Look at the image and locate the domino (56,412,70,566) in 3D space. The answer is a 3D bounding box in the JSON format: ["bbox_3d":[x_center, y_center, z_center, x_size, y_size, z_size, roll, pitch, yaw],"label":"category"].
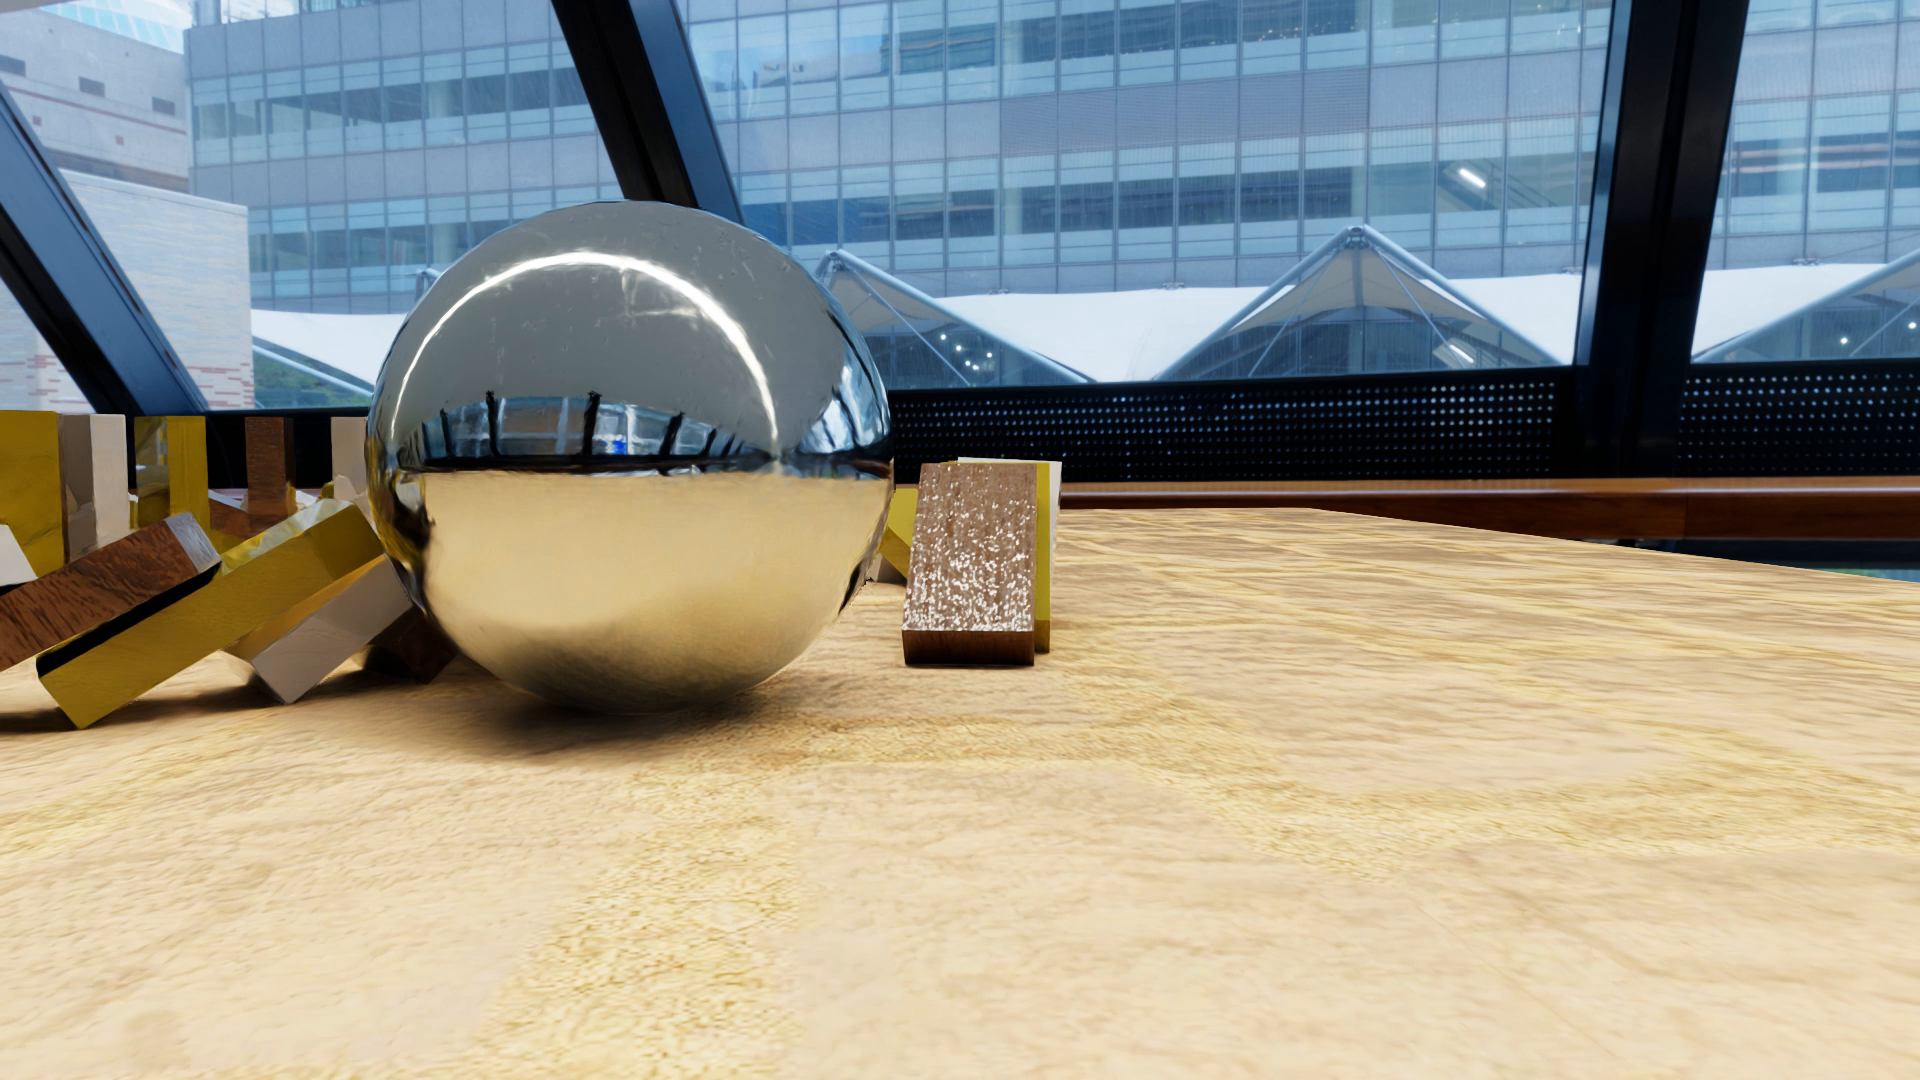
[{"bbox_3d":[-0.232,-0.006,0.310,0.025,0.050,0.010,-2,5,-21],"label":"domino"}]

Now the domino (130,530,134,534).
[{"bbox_3d":[-0.297,-0.005,0.432,0.050,0.010,0.025,27,-13,-35],"label":"domino"}]

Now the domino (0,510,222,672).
[{"bbox_3d":[-0.141,0.012,0.195,0.050,0.009,0.025,-31,15,-18],"label":"domino"}]

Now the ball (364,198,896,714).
[{"bbox_3d":[-0.050,-0.013,0.203,0.080,0.080,0.080,0,4,0],"label":"ball"}]

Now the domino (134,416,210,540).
[{"bbox_3d":[-0.219,-0.009,0.356,0.025,0.050,0.009,4,6,40],"label":"domino"}]

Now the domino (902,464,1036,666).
[{"bbox_3d":[0.003,0.004,0.263,0.025,0.009,0.050,0,42,4],"label":"domino"}]

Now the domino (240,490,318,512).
[{"bbox_3d":[-0.233,-0.007,0.471,0.050,0.009,0.025,23,-1,-12],"label":"domino"}]

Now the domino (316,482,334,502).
[{"bbox_3d":[-0.209,-0.008,0.478,0.050,0.009,0.025,23,1,-9],"label":"domino"}]

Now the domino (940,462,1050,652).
[{"bbox_3d":[0.007,0.003,0.278,0.025,0.010,0.050,0,42,4],"label":"domino"}]

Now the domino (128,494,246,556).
[{"bbox_3d":[-0.278,-0.006,0.449,0.050,0.010,0.025,25,-7,-26],"label":"domino"}]

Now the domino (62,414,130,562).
[{"bbox_3d":[-0.230,-0.008,0.334,0.025,0.050,0.009,1,5,18],"label":"domino"}]

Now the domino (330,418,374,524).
[{"bbox_3d":[-0.174,-0.011,0.376,0.010,0.050,0.025,0,4,-6],"label":"domino"}]

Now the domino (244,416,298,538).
[{"bbox_3d":[-0.198,-0.010,0.370,0.009,0.050,0.025,-2,5,-22],"label":"domino"}]

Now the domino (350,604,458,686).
[{"bbox_3d":[-0.093,0.004,0.245,0.025,0.010,0.050,4,46,40],"label":"domino"}]

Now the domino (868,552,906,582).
[{"bbox_3d":[-0.028,-0.003,0.417,0.025,0.009,0.050,-3,29,-36],"label":"domino"}]

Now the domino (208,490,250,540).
[{"bbox_3d":[-0.256,-0.007,0.461,0.050,0.009,0.025,24,-4,-19],"label":"domino"}]

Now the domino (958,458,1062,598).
[{"bbox_3d":[0.009,0.001,0.294,0.025,0.009,0.050,3,43,7],"label":"domino"}]

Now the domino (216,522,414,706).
[{"bbox_3d":[-0.105,0.007,0.228,0.025,0.009,0.050,5,42,47],"label":"domino"}]

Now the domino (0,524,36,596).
[{"bbox_3d":[-0.164,0.014,0.182,0.050,0.010,0.025,-26,5,-1],"label":"domino"}]

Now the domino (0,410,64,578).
[{"bbox_3d":[-0.218,-0.004,0.289,0.025,0.050,0.010,-3,5,-38],"label":"domino"}]

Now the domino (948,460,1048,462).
[{"bbox_3d":[0.009,0.000,0.309,0.025,0.010,0.050,0,42,4],"label":"domino"}]

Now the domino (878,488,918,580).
[{"bbox_3d":[-0.013,-0.001,0.396,0.025,0.010,0.050,-3,28,-33],"label":"domino"}]

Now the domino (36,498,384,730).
[{"bbox_3d":[-0.123,0.010,0.211,0.050,0.010,0.025,-37,24,-28],"label":"domino"}]
